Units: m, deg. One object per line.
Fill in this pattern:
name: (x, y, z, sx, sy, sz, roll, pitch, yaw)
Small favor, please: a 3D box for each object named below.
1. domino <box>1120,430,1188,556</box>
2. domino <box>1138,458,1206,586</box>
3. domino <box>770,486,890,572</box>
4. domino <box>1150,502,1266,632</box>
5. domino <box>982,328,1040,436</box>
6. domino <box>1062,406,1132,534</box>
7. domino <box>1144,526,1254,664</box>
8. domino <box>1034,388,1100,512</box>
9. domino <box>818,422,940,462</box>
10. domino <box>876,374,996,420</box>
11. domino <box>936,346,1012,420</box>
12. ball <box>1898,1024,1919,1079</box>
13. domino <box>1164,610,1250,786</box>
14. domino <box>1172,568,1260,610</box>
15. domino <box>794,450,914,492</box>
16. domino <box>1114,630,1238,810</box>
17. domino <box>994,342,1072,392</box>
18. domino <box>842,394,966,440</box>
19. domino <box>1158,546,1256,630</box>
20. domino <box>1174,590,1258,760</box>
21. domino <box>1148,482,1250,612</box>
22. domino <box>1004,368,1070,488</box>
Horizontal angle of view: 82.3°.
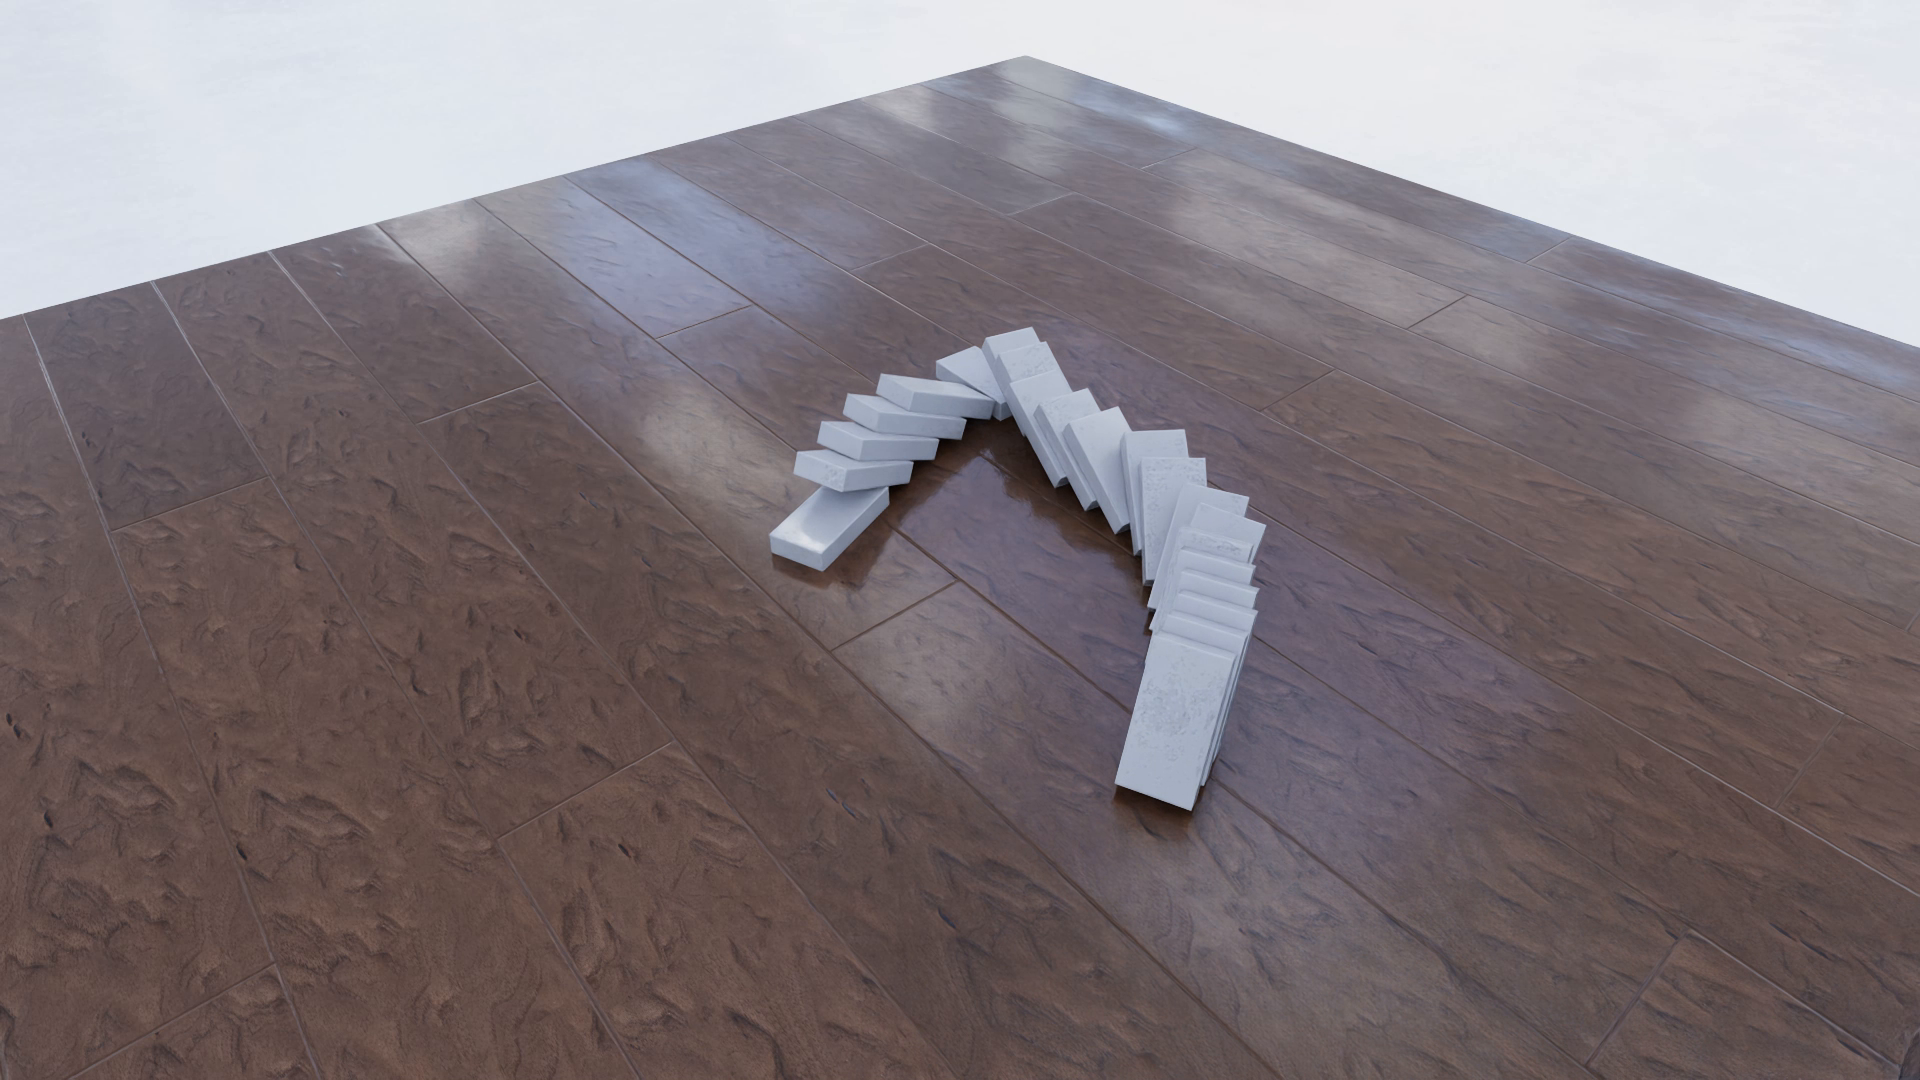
domino: (0.081, -0.019, 0.446, 0.025, 0.009, 0.050, -3, 73, -5)
domino: (0.084, -0.007, 0.432, 0.025, 0.009, 0.050, 1, 73, 1)
domino: (-0.053, -0.009, 0.454, 0.025, 0.010, 0.050, 19, 43, 22)
domino: (0.090, 0.014, 0.400, 0.025, 0.009, 0.050, 21, 85, 18)
domino: (0.032, -0.075, 0.517, 0.025, 0.009, 0.050, -17, 70, -20)
domino: (0.066, -0.030, 0.461, 0.025, 0.010, 0.050, -19, 73, -22)
domino: (0.084, 0.023, 0.385, 0.025, 0.050, 0.010, 16, 12, 19)
domino: (0.054, -0.039, 0.474, 0.025, 0.010, 0.050, -19, 72, -22)
domino: (-0.035, -0.043, 0.478, 0.025, 0.009, 0.050, 25, 19, 33)
domino: (-0.011, -0.066, 0.505, 0.050, 0.010, 0.025, 0, 24, -43)
domino: (0.013, -0.077, 0.538, 0.025, 0.010, 0.050, -26, 46, -29)
ball: (0.248, 0.130, 0.229, 0.080, 0.080, 0.080, 0, 39, 0)
domino: (0.073, 0.050, 0.352, 0.025, 0.050, 0.010, 17, 12, 19)
domino: (0.081, 0.037, 0.368, 0.025, 0.050, 0.010, 16, 12, 19)
domino: (-0.044, -0.030, 0.462, 0.025, 0.009, 0.050, 21, 16, 26)
domino: (0.067, 0.056, 0.344, 0.025, 0.050, 0.009, 17, 12, 19)
domino: (0.038, -0.065, 0.503, 0.025, 0.010, 0.050, -18, 71, -20)
domino: (-0.024, -0.055, 0.492, 0.050, 0.010, 0.025, 0, 23, -42)
domino: (0.082, 0.030, 0.377, 0.025, 0.050, 0.009, 16, 12, 19)
domino: (0.078, 0.044, 0.359, 0.025, 0.050, 0.010, 17, 12, 19)
domino: (0.090, 0.006, 0.414, 0.025, 0.009, 0.050, 15, 80, 17)
domino: (0.043, -0.050, 0.486, 0.025, 0.009, 0.050, -20, 71, -21)
